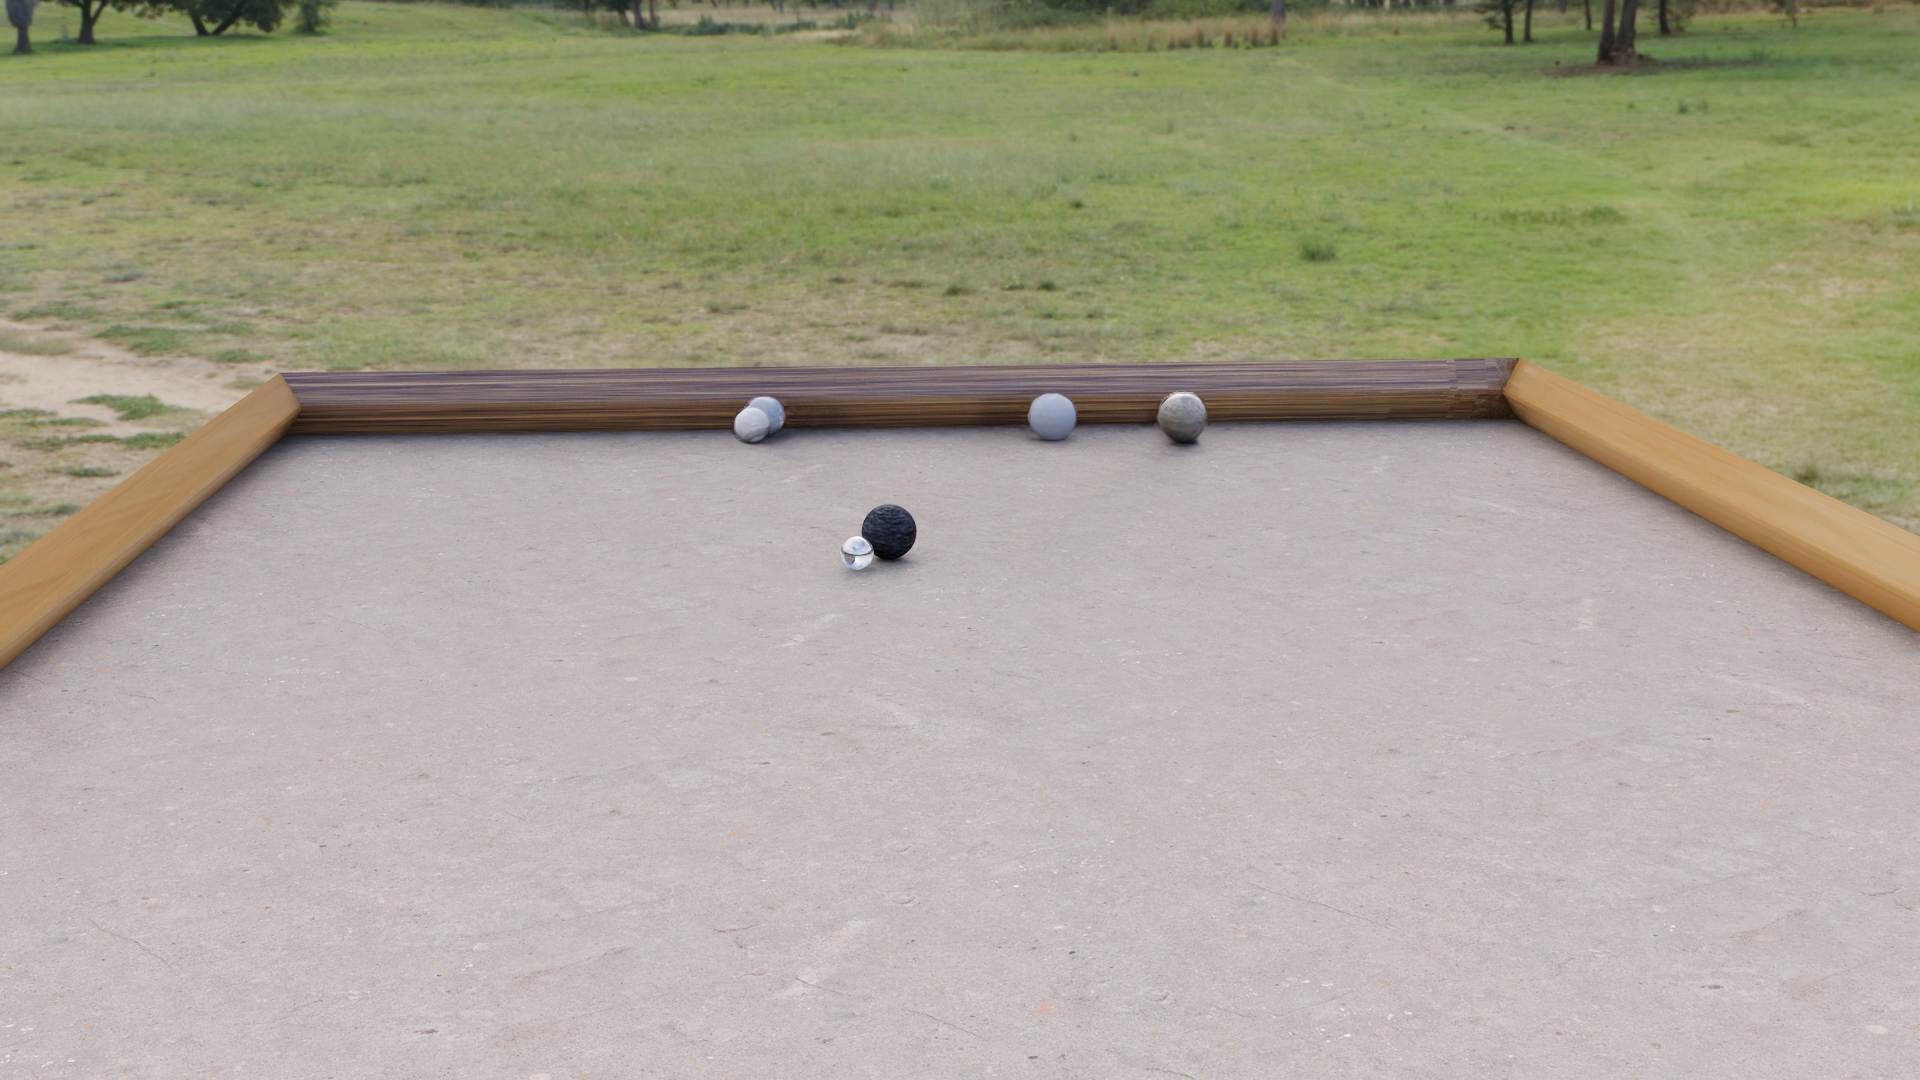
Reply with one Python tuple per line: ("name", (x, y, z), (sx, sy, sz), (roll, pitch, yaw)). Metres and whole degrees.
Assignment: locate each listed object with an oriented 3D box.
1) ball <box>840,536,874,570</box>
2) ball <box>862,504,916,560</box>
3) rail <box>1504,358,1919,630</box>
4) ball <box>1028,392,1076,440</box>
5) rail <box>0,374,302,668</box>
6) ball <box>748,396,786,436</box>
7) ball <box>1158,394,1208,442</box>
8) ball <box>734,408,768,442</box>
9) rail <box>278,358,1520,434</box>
("ball", (-0.144, 0.018, 3.070), (0.046, 0.046, 0.046), (0, 13, 0))
("ball", (-0.101, -0.012, 3.127), (0.079, 0.079, 0.079), (0, 13, 0))
("rail", (1.232, 0.206, 2.107), (0.045, 0.116, 4.413), (-1, 13, -4))
("ball", (0.168, -0.226, 4.029), (0.086, 0.086, 0.086), (0, 13, 0))
("rail", (-1.057, 0.248, 1.929), (0.045, 0.116, 4.413), (-1, 13, -4))
("ball", (-0.360, -0.229, 4.067), (0.074, 0.074, 0.074), (0, 13, 0))
("ball", (0.406, -0.223, 4.010), (0.089, 0.089, 0.089), (0, 13, 0))
("ball", (-0.380, -0.209, 4.004), (0.064, 0.064, 0.064), (0, 13, 0))
("rail", (-0.086, -0.268, 4.137), (2.344, 0.116, 0.045), (-1, 13, -4))
